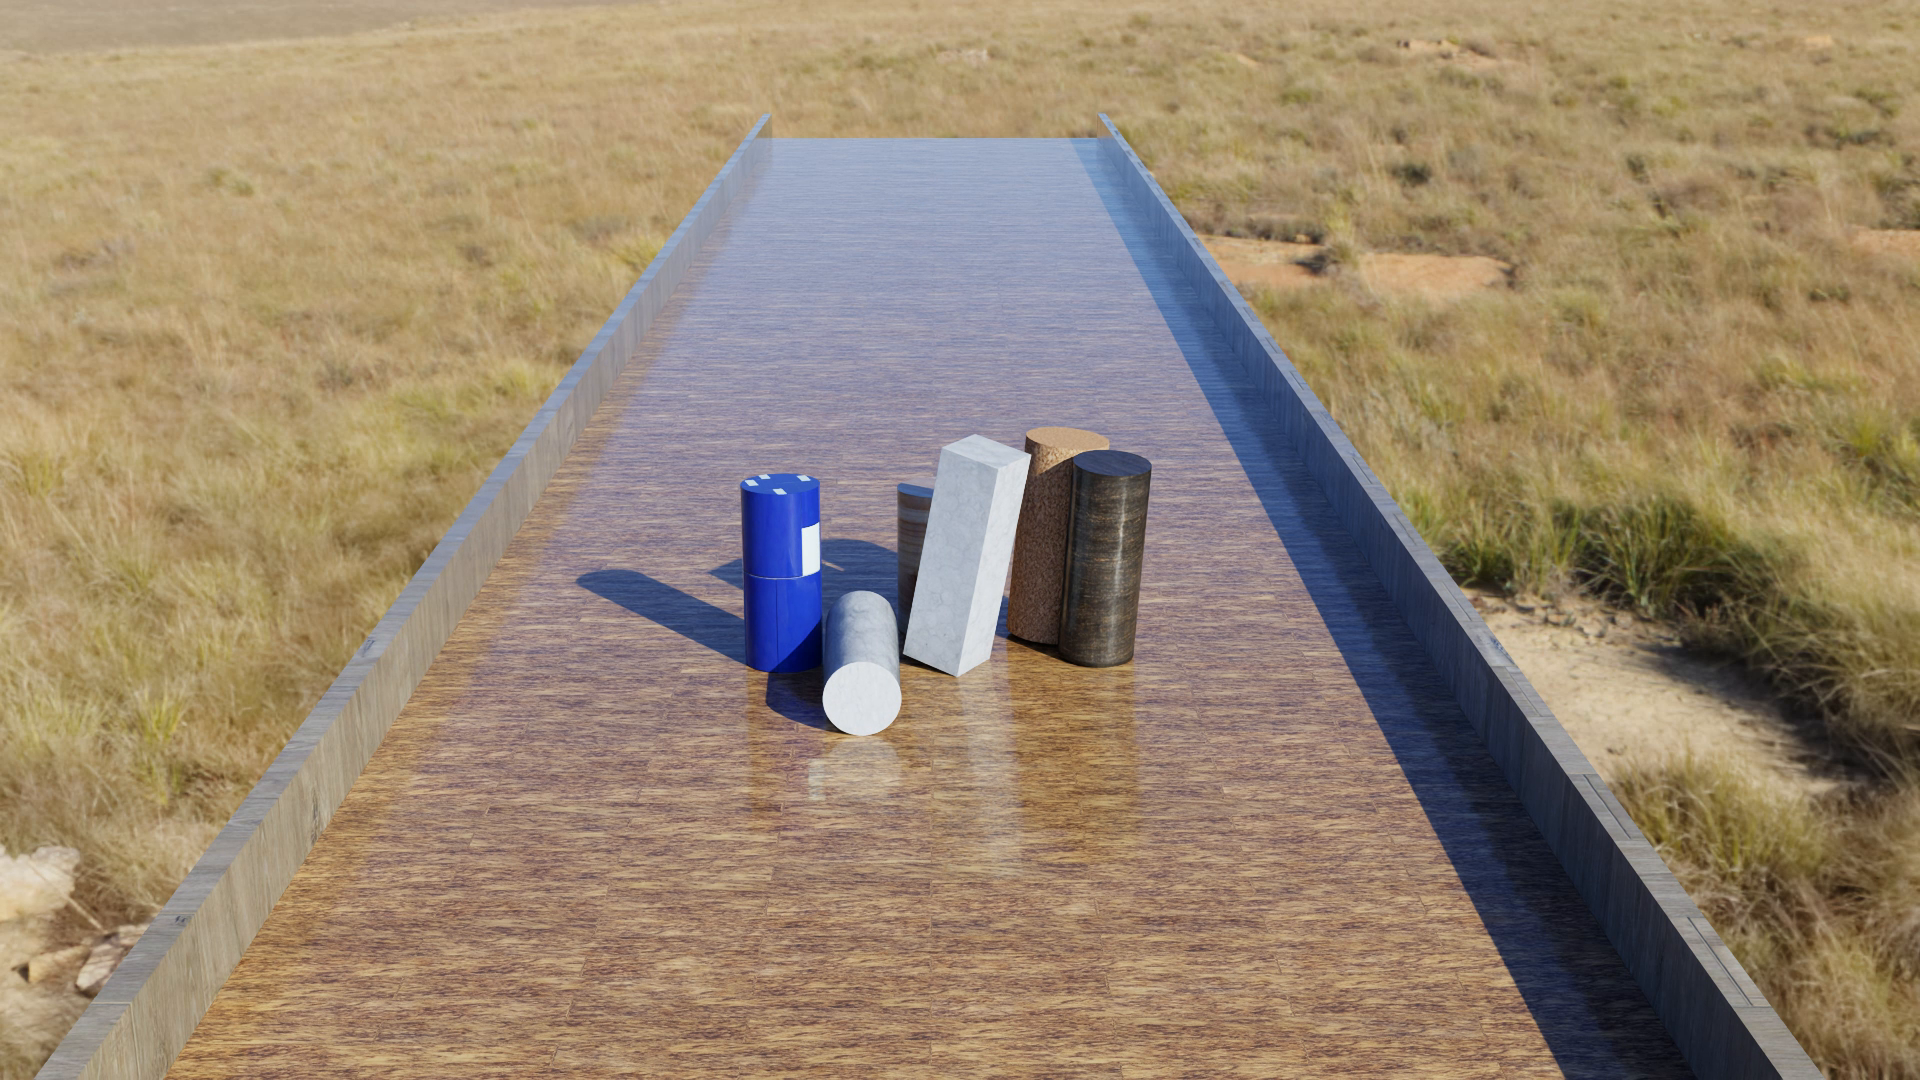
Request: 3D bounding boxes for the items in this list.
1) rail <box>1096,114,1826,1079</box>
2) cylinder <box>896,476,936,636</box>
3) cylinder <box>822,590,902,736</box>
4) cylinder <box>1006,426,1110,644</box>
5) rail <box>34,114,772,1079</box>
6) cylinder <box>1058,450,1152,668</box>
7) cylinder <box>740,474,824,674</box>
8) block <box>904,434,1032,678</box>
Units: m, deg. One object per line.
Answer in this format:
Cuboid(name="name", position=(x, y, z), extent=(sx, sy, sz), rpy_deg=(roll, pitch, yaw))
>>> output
Cuboid(name="rail", position=(0.932, -0.844, 7.801), extent=(0.050, 0.150, 12.000), rpy_deg=(0, 17, -1))
Cuboid(name="cylinder", position=(-0.048, 0.038, 4.560), extent=(0.163, 0.307, 0.163), rpy_deg=(0, 17, 0))
Cuboid(name="cylinder", position=(-0.188, 0.229, 4.205), extent=(0.143, 0.143, 0.421), rpy_deg=(-1, 17, -2))
Cuboid(name="cylinder", position=(0.199, -0.010, 4.510), extent=(0.170, 0.414, 0.170), rpy_deg=(5, 17, -2))
Cuboid(name="rail", position=(-1.118, -0.838, 7.780), extent=(0.050, 0.150, 12.000), rpy_deg=(0, 17, -1))
Cuboid(name="cylinder", position=(0.286, 0.037, 4.370), extent=(0.154, 0.404, 0.154), rpy_deg=(3, 21, -1))
Cuboid(name="cylinder", position=(-0.353, 0.065, 4.364), extent=(0.156, 0.367, 0.156), rpy_deg=(0, 17, 0))
Cuboid(name="block", position=(0.012, 0.031, 4.315), extent=(0.128, 0.444, 0.128), rpy_deg=(22, 24, 25))
